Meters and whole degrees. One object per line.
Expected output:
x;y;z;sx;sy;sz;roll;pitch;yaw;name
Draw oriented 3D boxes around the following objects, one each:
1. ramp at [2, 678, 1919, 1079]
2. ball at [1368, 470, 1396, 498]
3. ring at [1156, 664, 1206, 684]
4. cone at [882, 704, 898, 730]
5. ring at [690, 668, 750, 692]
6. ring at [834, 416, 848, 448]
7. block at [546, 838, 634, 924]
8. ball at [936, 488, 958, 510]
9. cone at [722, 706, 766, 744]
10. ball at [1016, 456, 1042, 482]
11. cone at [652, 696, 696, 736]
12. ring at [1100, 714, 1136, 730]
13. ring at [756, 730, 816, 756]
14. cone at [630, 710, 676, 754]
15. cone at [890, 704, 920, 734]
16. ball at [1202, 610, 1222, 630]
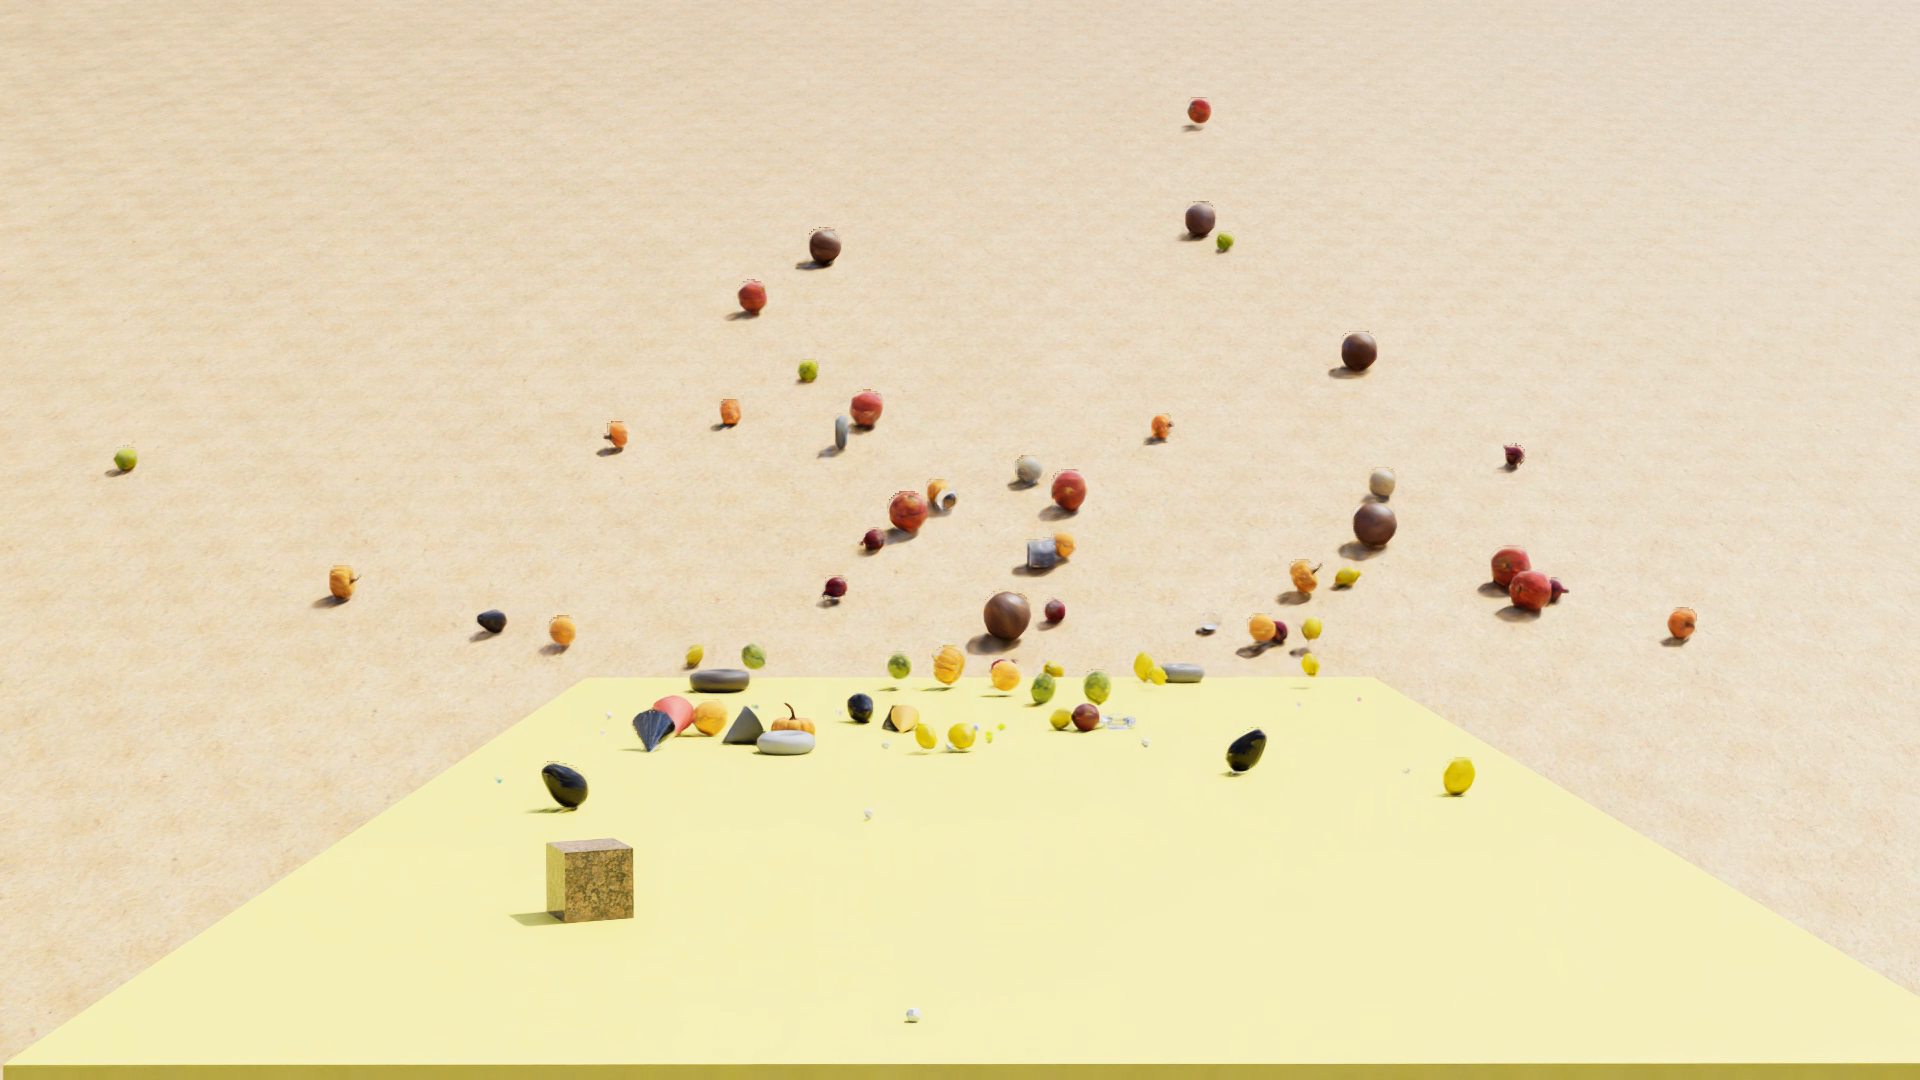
0.053;0.483;4.539;2.000;0.100;4.000;0;2;0;ramp
1.294;-0.173;7.888;0.084;0.084;0.084;0;23;0;ball
0.551;0.333;6.432;0.126;0.042;0.126;-1;2;0;ring
-0.140;0.370;5.416;0.053;0.053;0.053;0;2;0;cone
-0.579;0.340;6.205;0.148;0.049;0.148;-1;3;0;ring
-0.380;-0.346;8.258;0.036;0.109;0.109;1;23;3;ring
-0.478;0.439;3.321;0.091;0.091;0.091;-1;3;-24;block
-0.040;-0.123;7.783;0.065;0.065;0.065;0;23;0;ball
-0.445;0.389;5.154;0.083;0.083;0.083;-30;34;-21;cone
0.216;-0.218;7.996;0.081;0.081;0.081;0;23;0;ball
-0.590;0.382;5.278;0.091;0.091;0.091;-1;29;-3;cone
0.334;0.383;5.424;0.078;0.026;0.078;1;2;0;ring
-0.338;0.395;5.009;0.115;0.038;0.115;0;4;0;ring
-0.604;0.393;5.032;0.088;0.088;0.088;0;29;-1;cone
-0.118;0.385;5.352;0.063;0.063;0.063;3;29;6;cone
0.685;0.219;7.010;0.053;0.053;0.053;0;23;0;ball
